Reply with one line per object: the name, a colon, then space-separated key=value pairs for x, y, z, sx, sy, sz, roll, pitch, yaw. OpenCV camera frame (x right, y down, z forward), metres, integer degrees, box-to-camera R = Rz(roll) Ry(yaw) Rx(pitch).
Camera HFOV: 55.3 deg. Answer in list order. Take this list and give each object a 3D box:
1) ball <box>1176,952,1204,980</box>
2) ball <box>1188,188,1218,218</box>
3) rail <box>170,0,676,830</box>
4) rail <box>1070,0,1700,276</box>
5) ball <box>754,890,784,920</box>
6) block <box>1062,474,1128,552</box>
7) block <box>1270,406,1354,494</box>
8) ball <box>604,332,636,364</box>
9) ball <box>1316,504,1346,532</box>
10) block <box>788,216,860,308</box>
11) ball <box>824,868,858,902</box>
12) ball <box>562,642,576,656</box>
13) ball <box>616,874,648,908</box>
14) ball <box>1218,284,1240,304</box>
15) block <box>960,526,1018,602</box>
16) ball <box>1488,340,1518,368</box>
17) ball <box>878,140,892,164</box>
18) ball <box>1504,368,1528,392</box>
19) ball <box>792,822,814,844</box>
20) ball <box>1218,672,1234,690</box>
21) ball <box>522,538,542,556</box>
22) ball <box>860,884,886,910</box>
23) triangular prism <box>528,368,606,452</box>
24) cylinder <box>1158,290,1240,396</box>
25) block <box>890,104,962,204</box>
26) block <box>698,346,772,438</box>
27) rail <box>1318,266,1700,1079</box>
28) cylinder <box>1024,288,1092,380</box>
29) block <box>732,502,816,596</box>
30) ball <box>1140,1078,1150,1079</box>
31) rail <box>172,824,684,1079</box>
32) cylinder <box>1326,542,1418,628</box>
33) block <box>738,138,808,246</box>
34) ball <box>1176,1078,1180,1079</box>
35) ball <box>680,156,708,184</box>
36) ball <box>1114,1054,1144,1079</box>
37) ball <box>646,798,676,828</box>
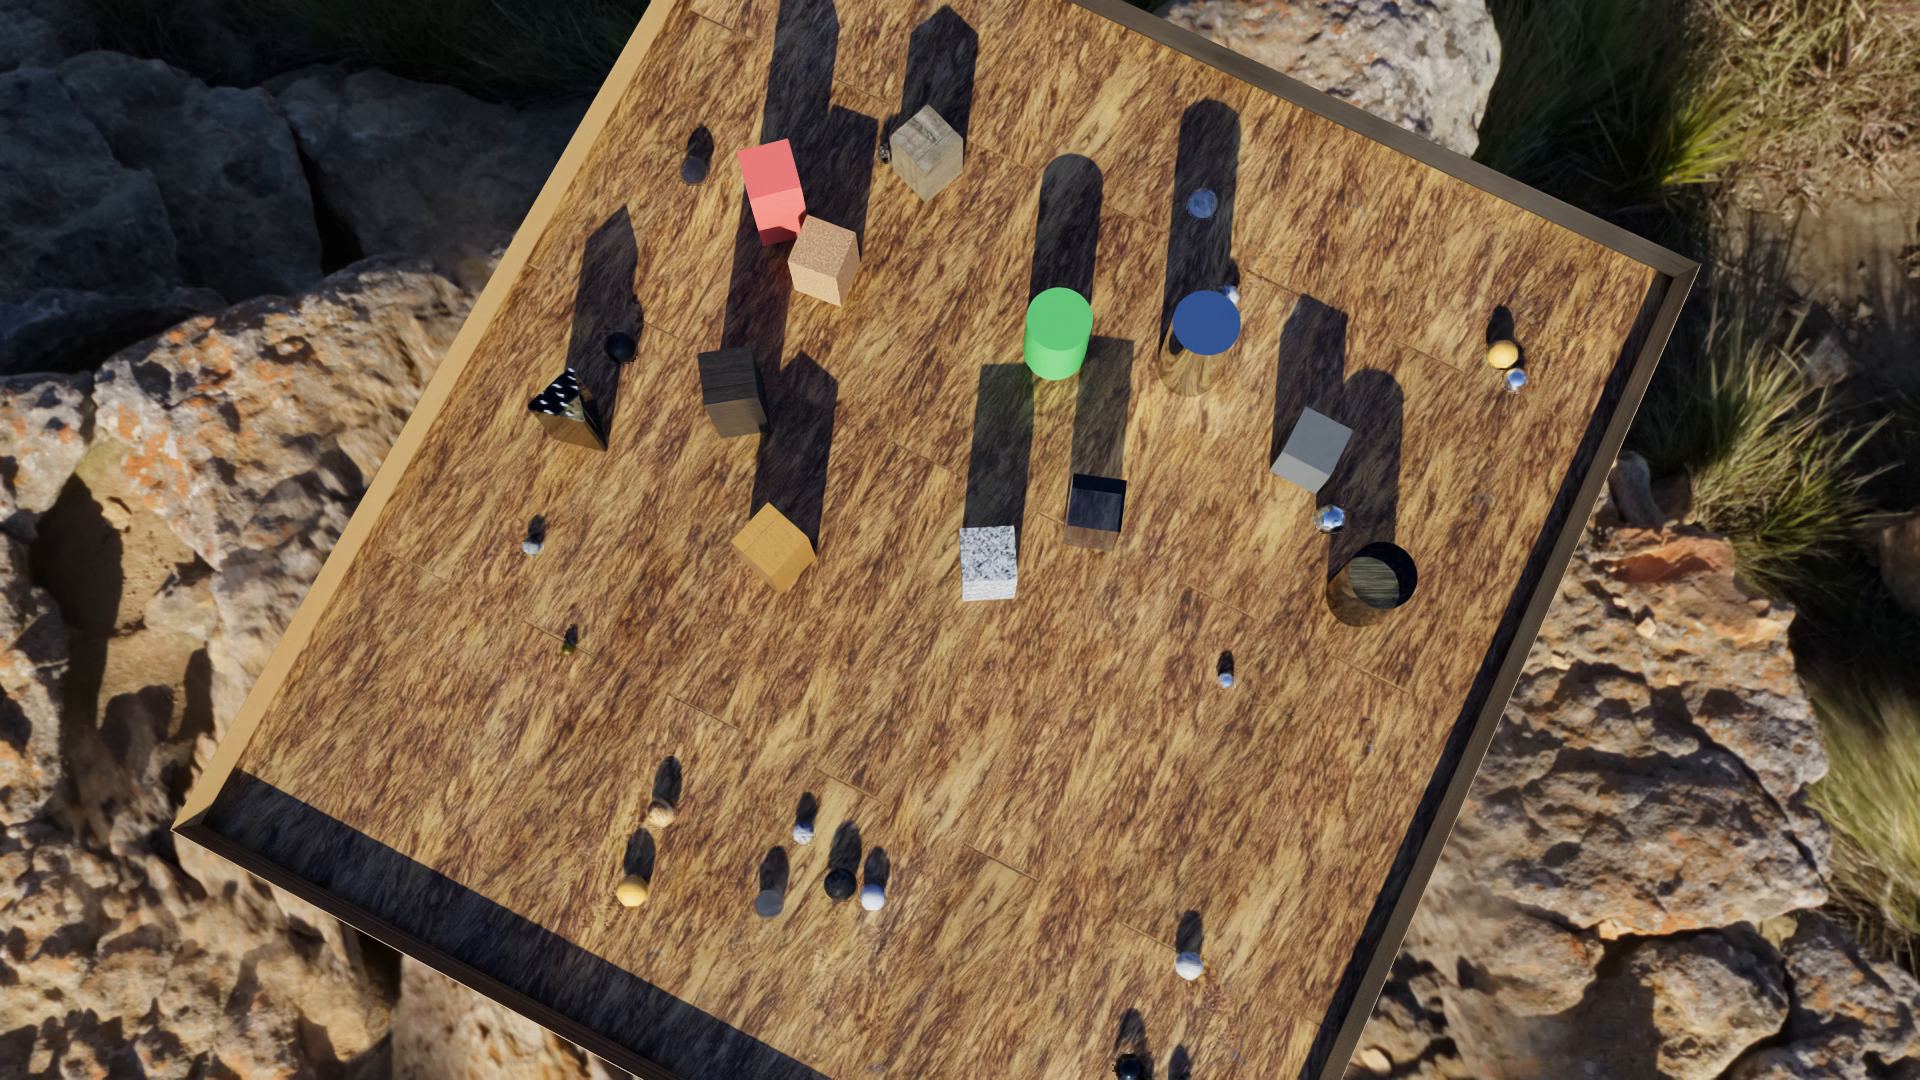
ball: x=0.665 y=1.235 z=5.319 sx=0.081 sy=0.081 sz=0.081 roll=0 pitch=78 yaw=0
ball: x=0.767 y=-1.065 z=5.790 sx=0.092 sy=0.092 sz=0.092 roll=0 pitch=78 yaw=0
rail: x=-1.466 y=-0.711 z=5.697 sx=0.045 sy=0.128 sz=3.596 roll=26 pitch=80 yaw=5
rail: x=0.793 y=-1.547 z=5.870 sx=3.325 sy=0.128 sz=0.045 roll=26 pitch=80 yaw=5
ball: x=-0.558 y=1.064 z=5.352 sx=0.087 sy=0.087 sz=0.087 roll=0 pitch=78 yaw=0
block: x=0.401 y=-0.081 z=5.491 sx=0.158 sy=0.279 sz=0.158 roll=8 pitch=78 yaw=2
block: x=1.062 y=-0.270 z=5.551 sx=0.158 sy=0.237 sz=0.158 roll=28 pitch=80 yaw=5
ball: x=-1.055 y=-0.599 z=5.690 sx=0.099 sy=0.099 sz=0.099 roll=0 pitch=78 yaw=0
ball: x=1.132 y=-0.067 z=5.584 sx=0.091 sy=0.091 sz=0.091 roll=0 pitch=78 yaw=0
block: x=-0.418 y=-0.859 z=5.661 sx=0.158 sy=0.262 sz=0.158 roll=21 pitch=79 yaw=4
ball: x=-0.350 y=1.007 z=5.359 sx=0.097 sy=0.097 sz=0.097 roll=0 pitch=78 yaw=0
ball: x=-1.182 y=0.331 z=5.527 sx=0.041 sy=0.041 sz=0.041 roll=0 pitch=78 yaw=0
ball: x=-0.959 y=1.026 z=5.357 sx=0.093 sy=0.093 sz=0.093 roll=0 pitch=78 yaw=0
ball: x=0.839 y=-0.764 z=5.738 sx=0.072 sy=0.072 sz=0.072 roll=0 pitch=78 yaw=0
block: x=0.082 y=0.072 z=5.439 sx=0.158 sy=0.319 sz=0.158 roll=-3 pitch=78 yaw=-1
ball: x=1.686 y=-0.577 z=5.690 sx=0.090 sy=0.090 sz=0.090 roll=0 pitch=78 yaw=0
ball: x=-0.225 y=-1.234 z=5.833 sx=0.077 sy=0.077 sz=0.077 roll=0 pitch=78 yaw=0
ball: x=1.722 y=-0.498 z=5.682 sx=0.075 sy=0.075 sz=0.075 roll=0 pitch=78 yaw=0
ball: x=-0.463 y=0.863 z=5.406 sx=0.063 sy=0.063 sz=0.063 roll=0 pitch=78 yaw=0
ball: x=0.800 y=0.422 z=5.503 sx=0.050 sy=0.050 sz=0.050 roll=0 pitch=78 yaw=0
ball: x=-1.304 y=0.019 z=5.585 sx=0.056 sy=0.056 sz=0.056 roll=0 pitch=78 yaw=0
ball: x=-0.255 y=1.046 z=5.361 sx=0.077 sy=0.077 sz=0.077 roll=0 pitch=78 yaw=0
triangular prism: x=-1.157 y=-0.401 z=5.522 sx=0.171 sy=0.349 sz=0.148 roll=15 pitch=79 yaw=3
cylinder: x=0.715 y=-0.586 z=5.518 sx=0.198 sy=0.431 sz=0.198 roll=0 pitch=78 yaw=0
block: x=-0.103 y=-1.207 z=5.736 sx=0.158 sy=0.255 sz=0.158 roll=-43 pitch=81 yaw=-8
block: x=-0.676 y=-0.441 z=5.513 sx=0.158 sy=0.381 sz=0.158 roll=-9 pitch=78 yaw=-2
rail: x=1.466 y=0.724 z=5.400 sx=0.045 sy=0.128 sz=3.596 roll=26 pitch=80 yaw=5
cylinder: x=0.296 y=-0.626 z=5.592 sx=0.198 sy=0.301 sz=0.198 roll=0 pitch=78 yaw=0
block: x=-0.552 y=0.029 z=5.457 sx=0.158 sy=0.301 sz=0.158 roll=41 pitch=81 yaw=8
ball: x=0.531 y=1.571 z=5.265 sx=0.052 sy=0.052 sz=0.052 roll=0 pitch=78 yaw=0
rail: x=-0.793 y=1.561 z=5.227 sx=3.325 sy=0.128 sz=0.045 roll=26 pitch=80 yaw=5
cylinder: x=1.213 y=0.135 z=5.417 sx=0.198 sy=0.335 sz=0.198 roll=0 pitch=78 yaw=0
block: x=-0.569 y=-1.065 z=5.640 sx=0.158 sy=0.386 sz=0.158 roll=-15 pitch=79 yaw=-3
ball: x=0.627 y=1.579 z=5.257 sx=0.064 sy=0.064 sz=0.064 roll=0 pitch=78 yaw=0
ball: x=-0.845 y=-1.171 z=5.814 sx=0.088 sy=0.088 sz=0.088 roll=0 pitch=78 yaw=0
ball: x=0.486 y=1.517 z=5.259 sx=0.086 sy=0.086 sz=0.086 roll=0 pitch=78 yaw=0
ball: x=-0.881 y=0.803 z=5.406 sx=0.088 sy=0.088 sz=0.088 roll=0 pitch=78 yaw=0
